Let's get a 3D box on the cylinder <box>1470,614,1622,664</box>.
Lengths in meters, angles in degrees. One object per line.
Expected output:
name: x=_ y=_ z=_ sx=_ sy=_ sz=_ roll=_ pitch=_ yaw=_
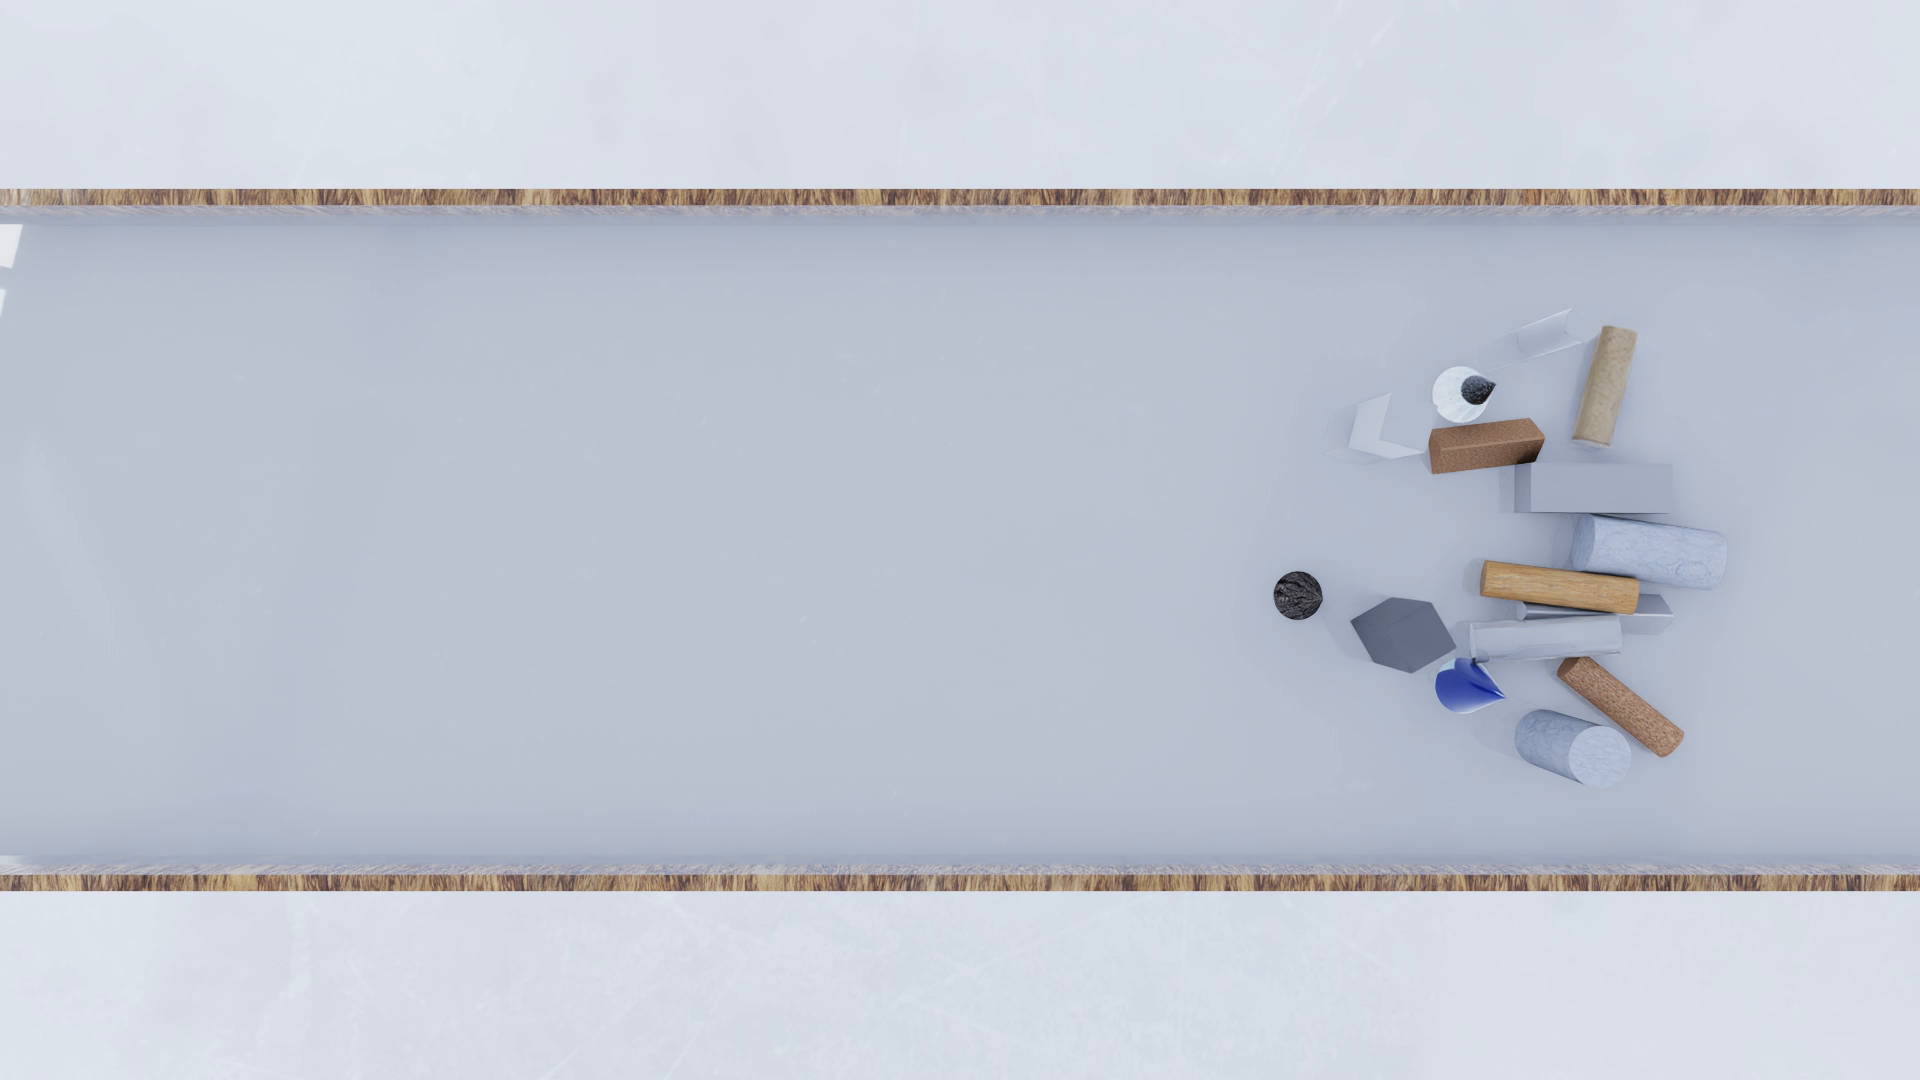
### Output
cylinder: x=1.765 y=0.298 z=4.981 sx=0.418 sy=0.122 sz=0.122 roll=-4 pitch=90 yaw=10

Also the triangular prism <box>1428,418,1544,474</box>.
triangular prism: x=1.602 y=-0.289 z=5.015 sx=0.316 sy=0.117 sz=0.135 roll=-7 pitch=90 yaw=0

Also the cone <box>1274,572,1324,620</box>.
cone: x=1.040 y=0.171 z=4.900 sx=0.150 sy=0.354 sz=0.150 roll=0 pitch=90 yaw=0

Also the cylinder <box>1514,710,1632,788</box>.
cylinder: x=1.794 y=0.609 z=4.850 sx=0.176 sy=0.453 sz=0.176 roll=0 pitch=90 yaw=0

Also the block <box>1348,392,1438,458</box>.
block: x=1.279 y=-0.335 z=4.889 sx=0.139 sy=0.374 sz=0.139 roll=15 pitch=90 yaw=0

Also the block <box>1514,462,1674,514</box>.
block: x=1.919 y=-0.155 z=5.003 sx=0.424 sy=0.147 sz=0.147 roll=1 pitch=90 yaw=0

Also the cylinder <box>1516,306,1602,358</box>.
cylinder: x=1.766 y=-0.614 z=4.875 sx=0.104 sy=0.403 sz=0.104 roll=0 pitch=90 yaw=0

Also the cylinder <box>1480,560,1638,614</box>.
cylinder: x=1.808 y=0.143 z=4.985 sx=0.438 sy=0.111 sz=0.111 roll=7 pitch=90 yaw=10

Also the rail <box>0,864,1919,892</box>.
rail: x=-2.247 y=1.025 z=5.001 sx=12.000 sy=0.150 sz=0.050 roll=0 pitch=90 yaw=0

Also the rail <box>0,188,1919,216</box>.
rail: x=-2.247 y=-1.025 z=5.002 sx=12.000 sy=0.150 sz=0.050 roll=0 pitch=90 yaw=0

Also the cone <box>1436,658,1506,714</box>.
cone: x=1.549 y=0.448 z=4.877 sx=0.173 sy=0.400 sz=0.173 roll=0 pitch=90 yaw=0

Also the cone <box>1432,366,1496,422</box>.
cone: x=1.541 y=-0.448 z=4.904 sx=0.174 sy=0.344 sz=0.174 roll=0 pitch=90 yaw=0

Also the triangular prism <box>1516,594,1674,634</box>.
triangular prism: x=1.930 y=0.223 z=5.021 sx=0.442 sy=0.104 sz=0.121 roll=2 pitch=90 yaw=0

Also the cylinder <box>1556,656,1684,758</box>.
cylinder: x=2.011 y=0.498 z=5.024 sx=0.396 sy=0.105 sz=0.105 roll=38 pitch=90 yaw=0

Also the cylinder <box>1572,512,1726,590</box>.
cylinder: x=2.080 y=0.035 z=4.987 sx=0.395 sy=0.180 sz=0.180 roll=8 pitch=90 yaw=0

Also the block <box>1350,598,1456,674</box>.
block: x=1.301 y=0.276 z=4.864 sx=0.148 sy=0.425 sz=0.148 roll=-30 pitch=90 yaw=0

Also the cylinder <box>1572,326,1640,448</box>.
cylinder: x=1.966 y=-0.464 z=5.020 sx=0.113 sy=0.113 sz=0.355 roll=14 pitch=90 yaw=0
